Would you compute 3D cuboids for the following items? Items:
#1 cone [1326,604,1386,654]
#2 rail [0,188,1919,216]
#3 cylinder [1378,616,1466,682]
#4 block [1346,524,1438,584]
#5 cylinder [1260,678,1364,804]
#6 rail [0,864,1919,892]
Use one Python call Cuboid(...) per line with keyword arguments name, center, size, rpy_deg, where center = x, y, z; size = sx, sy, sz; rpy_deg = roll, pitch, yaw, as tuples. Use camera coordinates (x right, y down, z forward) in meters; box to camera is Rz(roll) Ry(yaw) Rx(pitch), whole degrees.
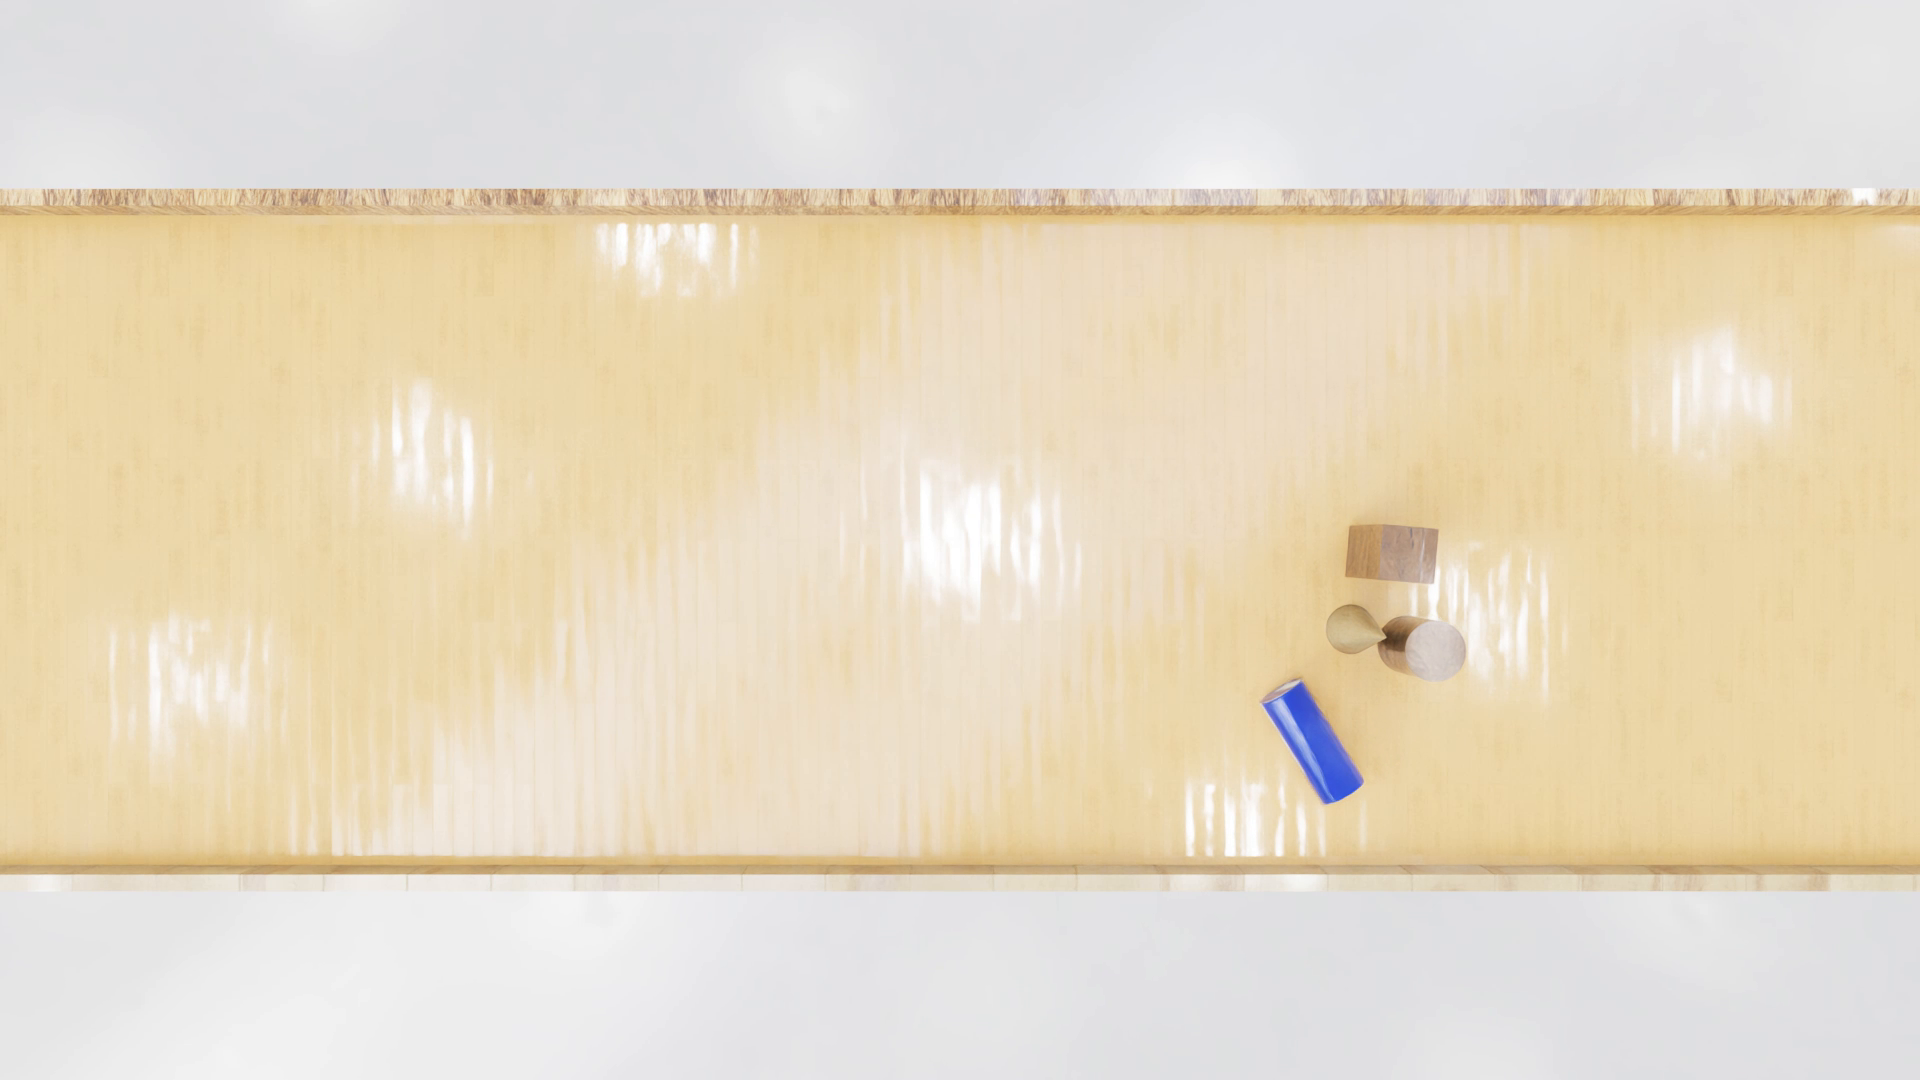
Cuboid(name="cone", center=(1.203, 0.275, 4.860), size=(0.154, 0.433, 0.154), rpy_deg=(0, 90, 0))
Cuboid(name="rail", center=(-2.247, -1.025, 5.002), size=(12.000, 0.150, 0.050), rpy_deg=(0, 90, 0))
Cuboid(name="cylinder", center=(1.373, 0.322, 4.919), size=(0.178, 0.314, 0.178), rpy_deg=(0, 90, 0))
Cuboid(name="block", center=(1.271, 0.041, 4.874), size=(0.159, 0.404, 0.159), rpy_deg=(5, 90, 0))
Cuboid(name="cylinder", center=(1.069, 0.609, 5.005), size=(0.143, 0.143, 0.361), rpy_deg=(-32, 90, 0))
Cuboid(name="rail", center=(-2.247, 1.025, 5.001), size=(12.000, 0.150, 0.050), rpy_deg=(0, 90, 0))
